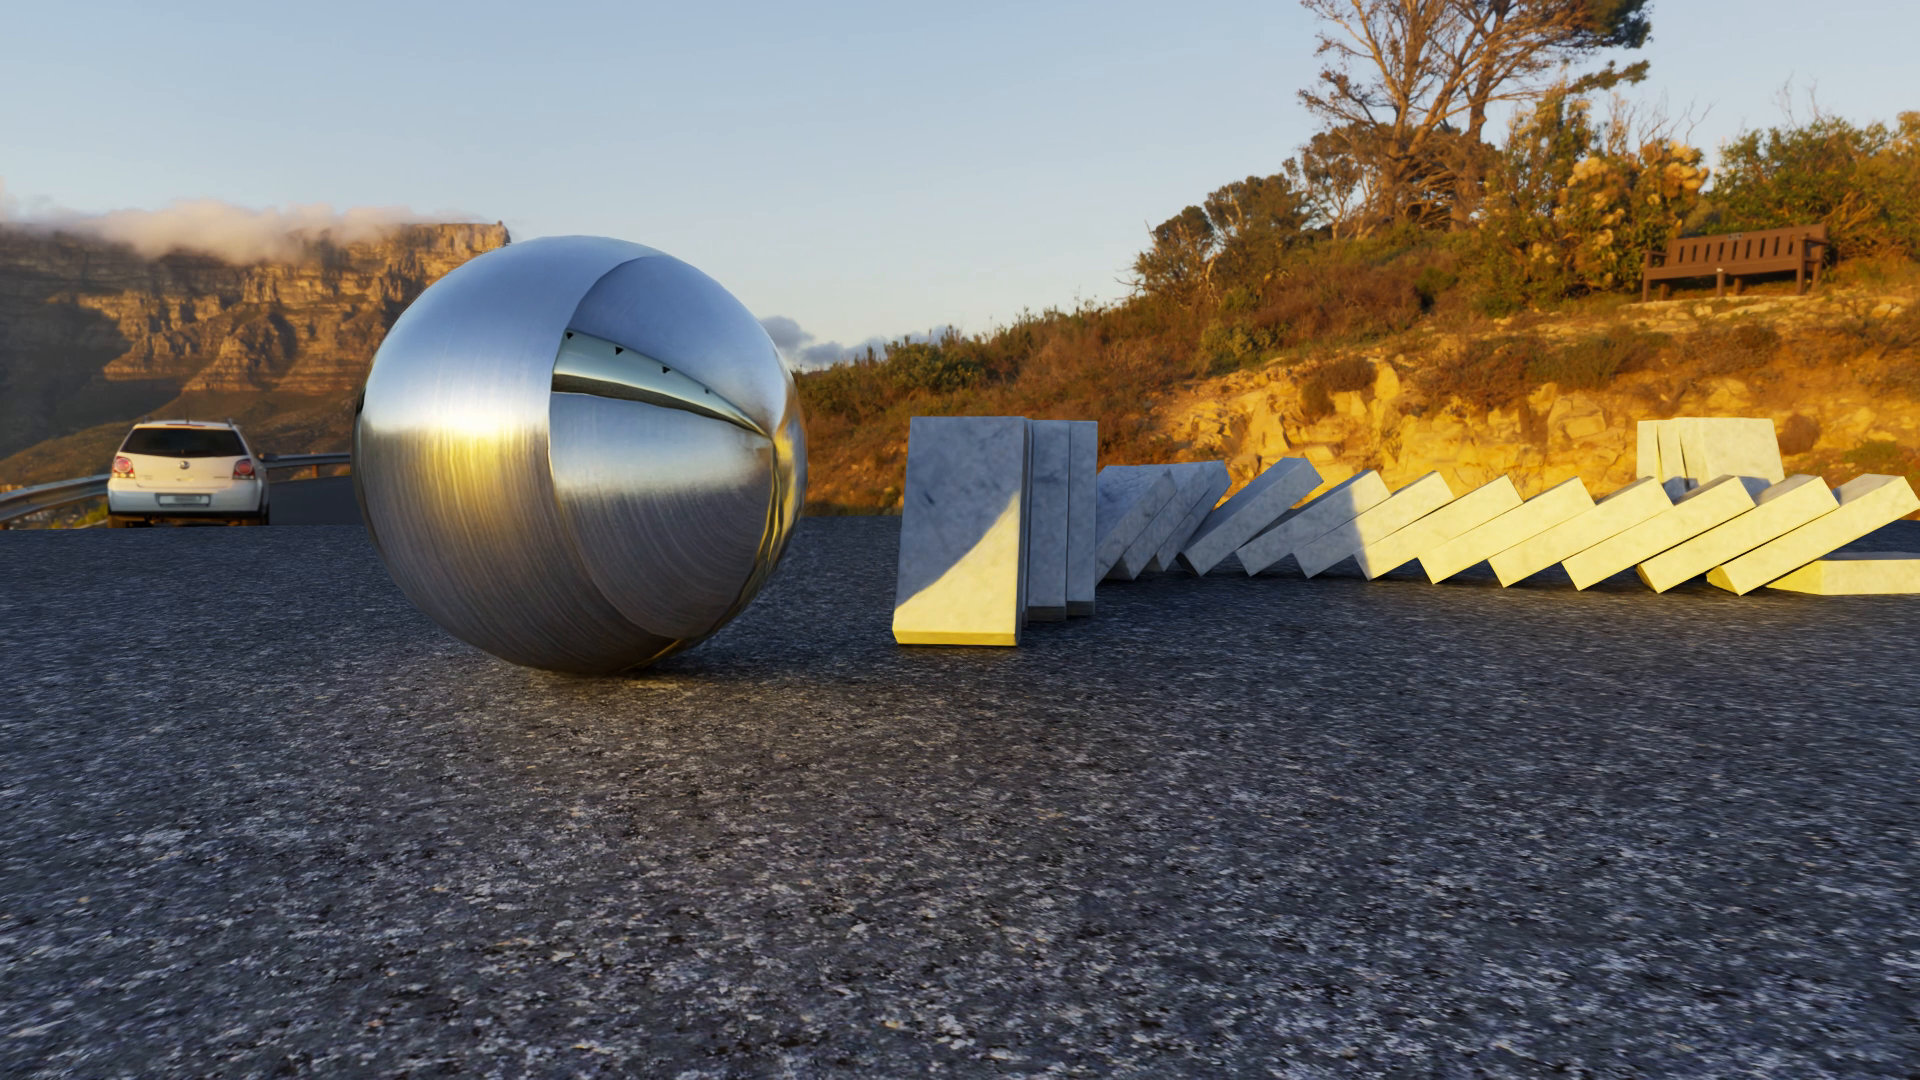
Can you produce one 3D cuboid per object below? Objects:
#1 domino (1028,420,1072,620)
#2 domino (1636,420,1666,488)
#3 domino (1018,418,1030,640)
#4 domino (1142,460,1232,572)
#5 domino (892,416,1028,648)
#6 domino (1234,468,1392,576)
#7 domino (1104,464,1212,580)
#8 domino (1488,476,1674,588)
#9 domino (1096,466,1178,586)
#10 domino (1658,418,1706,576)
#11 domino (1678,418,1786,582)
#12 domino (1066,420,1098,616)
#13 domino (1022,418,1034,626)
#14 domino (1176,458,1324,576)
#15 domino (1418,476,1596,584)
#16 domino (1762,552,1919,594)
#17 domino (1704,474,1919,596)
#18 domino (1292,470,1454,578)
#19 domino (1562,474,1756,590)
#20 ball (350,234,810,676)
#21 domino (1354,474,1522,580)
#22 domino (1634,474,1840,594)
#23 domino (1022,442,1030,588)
[{"bbox_3d":[0.014,-0.005,0.316,0.025,0.050,0.009,1,-24,7],"label":"domino"},{"bbox_3d":[0.239,-0.015,0.426,0.025,0.050,0.009,-1,3,-7],"label":"domino"},{"bbox_3d":[0.002,-0.003,0.285,0.025,0.050,0.009,1,-24,7],"label":"domino"},{"bbox_3d":[0.068,-0.008,0.430,0.025,0.010,0.050,-2,35,45],"label":"domino"},{"bbox_3d":[0.001,-0.002,0.274,0.025,0.050,0.009,1,-24,7],"label":"domino"},{"bbox_3d":[0.113,-0.006,0.416,0.050,0.009,0.025,-31,-2,11],"label":"domino"},{"bbox_3d":[0.057,-0.007,0.414,0.025,0.010,0.050,2,38,46],"label":"domino"},{"bbox_3d":[0.184,-0.003,0.383,0.050,0.009,0.025,-31,-8,22],"label":"domino"},{"bbox_3d":[0.044,-0.005,0.401,0.025,0.009,0.050,4,39,44],"label":"domino"},{"bbox_3d":[0.241,-0.014,0.412,0.025,0.050,0.010,0,-8,-6],"label":"domino"},{"bbox_3d":[0.243,-0.013,0.399,0.025,0.050,0.009,0,-15,-6],"label":"domino"},{"bbox_3d":[0.022,-0.006,0.326,0.025,0.050,0.010,1,-24,7],"label":"domino"},{"bbox_3d":[0.004,-0.005,0.306,0.025,0.050,0.009,0,-24,7],"label":"domino"},{"bbox_3d":[0.093,-0.008,0.423,0.050,0.009,0.025,-38,5,0],"label":"domino"},{"bbox_3d":[0.166,-0.003,0.392,0.050,0.010,0.025,-30,-8,23],"label":"domino"},{"bbox_3d":[0.266,0.010,0.378,0.050,0.010,0.025,-1,4,-9],"label":"domino"},{"bbox_3d":[0.240,-0.002,0.366,0.050,0.009,0.025,-31,-4,15],"label":"domino"},{"bbox_3d":[0.131,-0.005,0.410,0.050,0.010,0.025,-31,-5,17],"label":"domino"},{"bbox_3d":[0.202,-0.002,0.374,0.050,0.010,0.025,-31,-8,23],"label":"domino"},{"bbox_3d":[-0.068,-0.015,0.237,0.080,0.080,0.080,0,4,0],"label":"ball"},{"bbox_3d":[0.149,-0.004,0.401,0.050,0.009,0.025,-31,-8,22],"label":"domino"},{"bbox_3d":[0.221,-0.002,0.369,0.050,0.009,0.025,-31,-6,19],"label":"domino"},{"bbox_3d":[0.002,-0.004,0.296,0.025,0.050,0.009,1,-24,7],"label":"domino"}]
